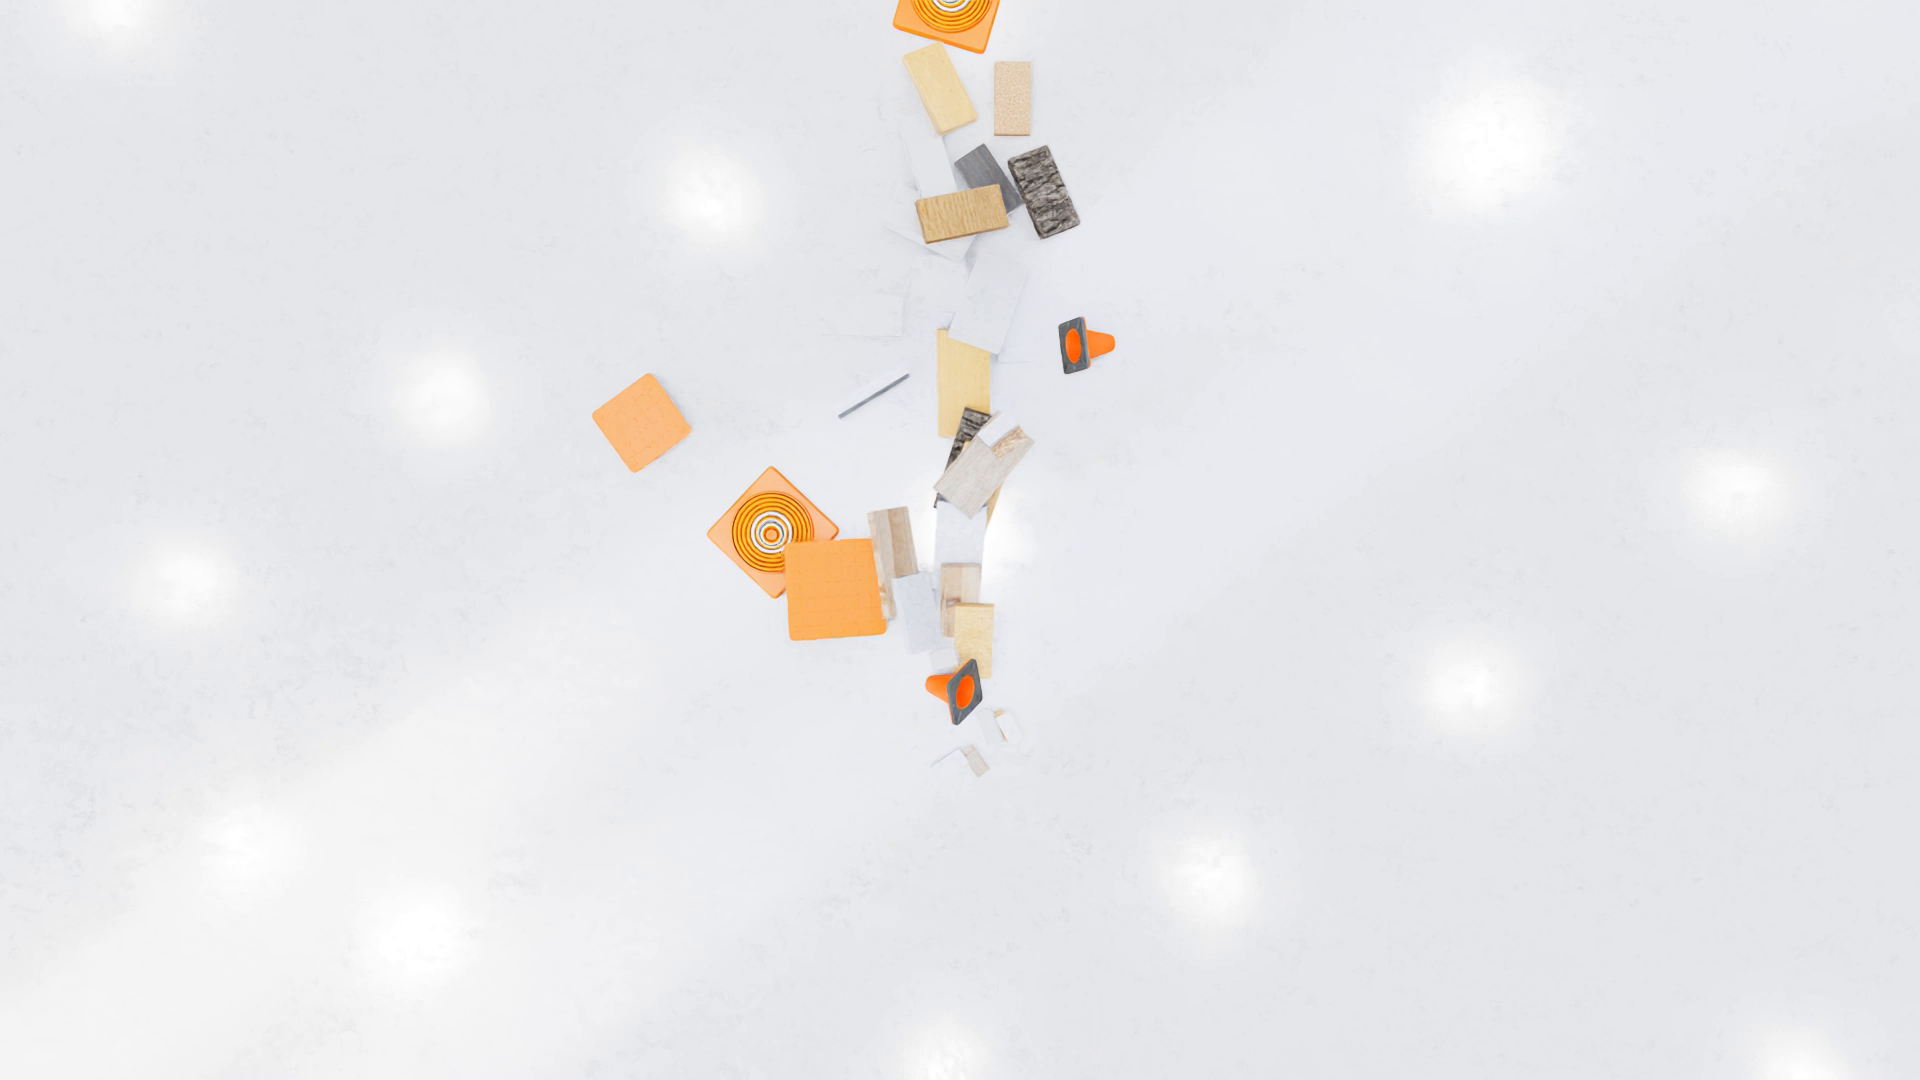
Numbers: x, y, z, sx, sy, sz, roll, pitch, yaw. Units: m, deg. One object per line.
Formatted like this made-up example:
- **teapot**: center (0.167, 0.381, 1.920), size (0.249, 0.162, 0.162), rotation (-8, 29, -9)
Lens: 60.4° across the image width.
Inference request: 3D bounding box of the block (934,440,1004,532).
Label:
- **block**: center (0.044, -0.152, 5.403), size (0.162, 0.046, 0.323), rotation (18, 106, -2)

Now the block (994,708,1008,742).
- **block**: center (0.146, 0.617, 5.493), size (0.052, 0.015, 0.104), rotation (-38, 90, 0)

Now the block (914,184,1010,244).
- **block**: center (0.007, -1.069, 5.412), size (0.283, 0.040, 0.141), rotation (-14, 87, -13)

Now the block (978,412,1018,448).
- **block**: center (0.120, -0.353, 5.280), size (0.120, 0.017, 0.060), rotation (-39, 69, -6)

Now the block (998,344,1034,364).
- **block**: center (0.185, -0.621, 5.492), size (0.120, 0.017, 0.060), rotation (-3, 90, 0)

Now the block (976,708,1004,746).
- **block**: center (0.099, 0.619, 5.478), size (0.058, 0.016, 0.116), rotation (-21, 90, 32)

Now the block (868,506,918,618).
- **block**: center (-0.210, 0.070, 5.444), size (0.136, 0.039, 0.351), rotation (-10, 91, -32)

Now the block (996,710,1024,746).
- **block**: center (0.165, 0.625, 5.478), size (0.052, 0.015, 0.104), rotation (-28, 90, 0)

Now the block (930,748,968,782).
- **block**: center (-0.034, 0.746, 5.484), size (0.116, 0.016, 0.058), rotation (-35, 90, 8)

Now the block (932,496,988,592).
- **block**: center (-0.002, 0.023, 5.409), size (0.162, 0.046, 0.323), rotation (6, 114, 4)

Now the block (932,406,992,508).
- **block**: center (0.045, -0.245, 5.426), size (0.174, 0.049, 0.347), rotation (18, 106, -1)

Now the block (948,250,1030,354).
- **block**: center (0.095, -0.778, 5.387), size (0.174, 0.049, 0.347), rotation (19, 58, 0)

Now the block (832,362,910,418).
- **block**: center (-0.293, -0.491, 5.432), size (0.273, 0.136, 0.039), rotation (-31, 90, 0)

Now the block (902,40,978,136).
- **block**: center (-0.067, -1.495, 5.459), size (0.141, 0.040, 0.283), rotation (-26, 90, -18)

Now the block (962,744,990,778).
- **block**: center (0.050, 0.735, 5.493), size (0.052, 0.015, 0.104), rotation (-37, 90, 0)

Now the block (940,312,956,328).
- **block**: center (0.003, -0.603, 5.448), size (0.148, 0.042, 0.295), rotation (2, 101, -2)

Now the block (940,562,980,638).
- **block**: center (0.000, 0.199, 5.433), size (0.127, 0.036, 0.255), rotation (1, 113, 0)

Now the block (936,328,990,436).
- **block**: center (0.011, -0.519, 5.419), size (0.174, 0.049, 0.347), rotation (-1, 101, -1)

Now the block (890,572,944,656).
- **block**: center (-0.140, 0.241, 5.429), size (0.127, 0.036, 0.255), rotation (-13, 92, -33)

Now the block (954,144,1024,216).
- **block**: center (0.095, -1.184, 5.483), size (0.120, 0.034, 0.239), rotation (-33, 90, 0)

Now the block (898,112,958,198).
- **block**: center (-0.105, -1.262, 5.455), size (0.120, 0.034, 0.299), rotation (-15, 84, -13)

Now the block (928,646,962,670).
- **block**: center (-0.050, 0.392, 5.455), size (0.116, 0.016, 0.058), rotation (-17, 90, 42)

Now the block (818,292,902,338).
- **block**: center (-0.330, -0.747, 5.481), size (0.273, 0.039, 0.136), rotation (1, 90, 0)

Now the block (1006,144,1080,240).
- **block**: center (0.277, -1.151, 5.464), size (0.141, 0.040, 0.283), rotation (-23, 90, -14)

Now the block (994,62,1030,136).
- **block**: center (0.174, -1.467, 5.483), size (0.120, 0.034, 0.239), rotation (0, 90, 0)

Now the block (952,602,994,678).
- **block**: center (0.045, 0.332, 5.441), size (0.127, 0.036, 0.255), rotation (2, 109, 0)

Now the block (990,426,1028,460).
- **block**: center (0.154, -0.314, 5.288), size (0.120, 0.017, 0.060), rotation (-38, 88, -6)

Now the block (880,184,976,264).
- **block**: center (-0.097, -1.046, 5.450), size (0.295, 0.042, 0.148), rotation (27, 69, 2)

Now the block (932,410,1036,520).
- **block**: center (0.077, -0.242, 5.308), size (0.162, 0.046, 0.323), rotation (40, 84, 1)

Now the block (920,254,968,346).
- **block**: center (-0.038, -0.802, 5.479), size (0.148, 0.042, 0.295), rotation (-9, 90, 0)
